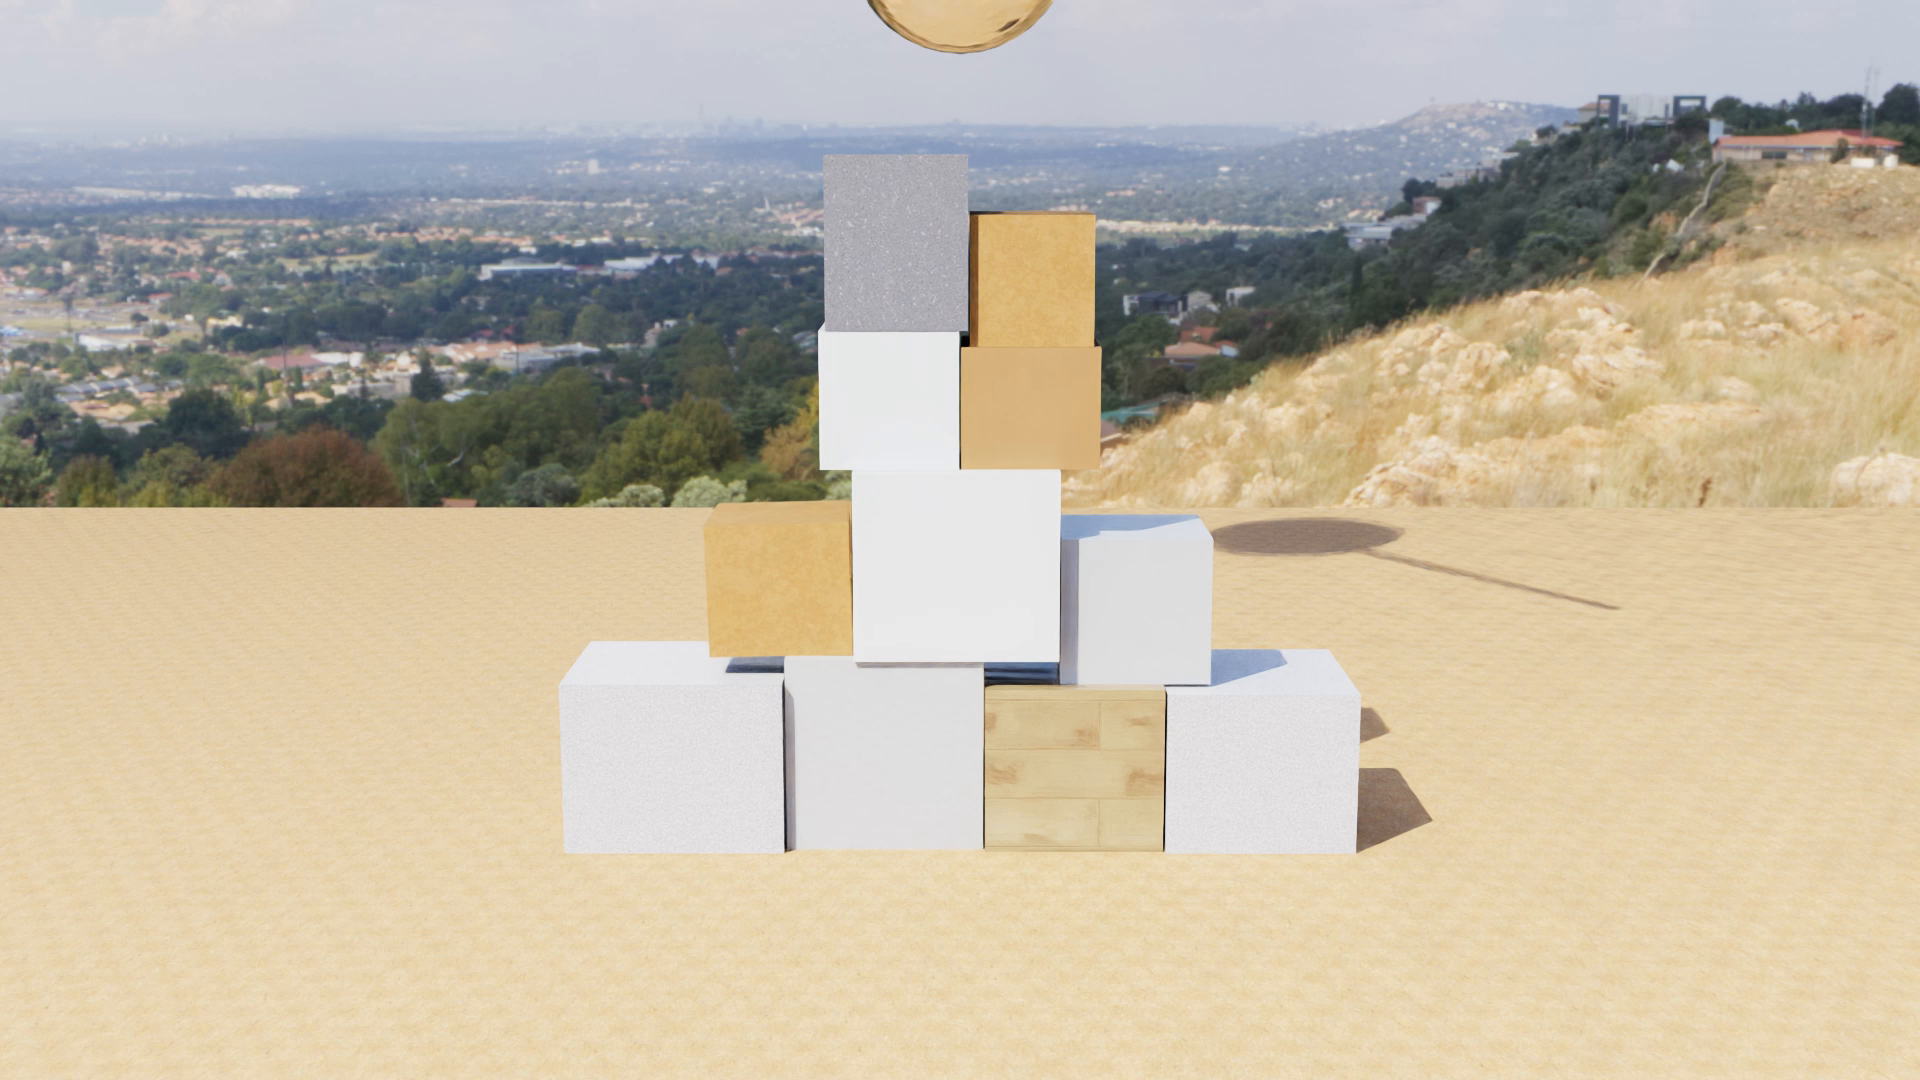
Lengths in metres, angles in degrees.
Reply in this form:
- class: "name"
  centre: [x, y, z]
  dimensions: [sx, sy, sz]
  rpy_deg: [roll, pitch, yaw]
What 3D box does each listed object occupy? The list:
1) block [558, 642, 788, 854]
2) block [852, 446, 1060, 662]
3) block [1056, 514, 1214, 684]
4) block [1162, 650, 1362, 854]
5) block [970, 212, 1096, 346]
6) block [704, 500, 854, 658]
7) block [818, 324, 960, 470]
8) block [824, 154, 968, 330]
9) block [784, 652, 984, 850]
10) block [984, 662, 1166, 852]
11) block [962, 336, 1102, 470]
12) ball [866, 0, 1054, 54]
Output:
- class: "block"
  centre: [-1.425, 1.052, 11.360]
  dimensions: [1.097, 0.866, 0.955]
  rpy_deg: [0, 10, 0]
- class: "block"
  centre: [-0.018, 0.053, 11.207]
  dimensions: [1.013, 0.940, 0.942]
  rpy_deg: [0, 10, 0]
- class: "block"
  centre: [0.873, 0.292, 11.252]
  dimensions: [0.749, 0.735, 0.728]
  rpy_deg: [0, 10, 0]
- class: "block"
  centre: [1.498, 1.075, 11.373]
  dimensions: [0.950, 0.816, 0.981]
  rpy_deg: [0, 10, 0]
- class: "block"
  centre: [0.350, -1.307, 10.946]
  dimensions: [0.605, 0.635, 0.598]
  rpy_deg: [0, 10, 0]
- class: "block"
  centre: [-0.900, 0.189, 11.235]
  dimensions: [0.714, 0.666, 0.687]
  rpy_deg: [-2, 10, 0]
- class: "block"
  centre: [-0.345, -0.739, 11.038]
  dimensions: [0.682, 0.679, 0.680]
  rpy_deg: [0, 10, 0]
- class: "block"
  centre: [-0.308, -1.488, 10.915]
  dimensions: [0.691, 0.839, 0.717]
  rpy_deg: [0, 10, 0]
- class: "block"
  centre: [-0.376, 0.995, 11.375]
  dimensions: [0.981, 0.973, 0.880]
  rpy_deg: [0, 10, 0]
- class: "block"
  centre: [0.569, 1.070, 11.355]
  dimensions: [0.889, 0.832, 0.896]
  rpy_deg: [0, 10, 0]
- class: "block"
  centre: [0.346, -0.699, 11.048]
  dimensions: [0.679, 0.598, 0.672]
  rpy_deg: [0, 10, 0]
- class: "ball"
  centre: [0.000, -4.264, 15.594]
  dimensions: [1.600, 1.600, 1.600]
  rpy_deg: [0, 10, 0]
